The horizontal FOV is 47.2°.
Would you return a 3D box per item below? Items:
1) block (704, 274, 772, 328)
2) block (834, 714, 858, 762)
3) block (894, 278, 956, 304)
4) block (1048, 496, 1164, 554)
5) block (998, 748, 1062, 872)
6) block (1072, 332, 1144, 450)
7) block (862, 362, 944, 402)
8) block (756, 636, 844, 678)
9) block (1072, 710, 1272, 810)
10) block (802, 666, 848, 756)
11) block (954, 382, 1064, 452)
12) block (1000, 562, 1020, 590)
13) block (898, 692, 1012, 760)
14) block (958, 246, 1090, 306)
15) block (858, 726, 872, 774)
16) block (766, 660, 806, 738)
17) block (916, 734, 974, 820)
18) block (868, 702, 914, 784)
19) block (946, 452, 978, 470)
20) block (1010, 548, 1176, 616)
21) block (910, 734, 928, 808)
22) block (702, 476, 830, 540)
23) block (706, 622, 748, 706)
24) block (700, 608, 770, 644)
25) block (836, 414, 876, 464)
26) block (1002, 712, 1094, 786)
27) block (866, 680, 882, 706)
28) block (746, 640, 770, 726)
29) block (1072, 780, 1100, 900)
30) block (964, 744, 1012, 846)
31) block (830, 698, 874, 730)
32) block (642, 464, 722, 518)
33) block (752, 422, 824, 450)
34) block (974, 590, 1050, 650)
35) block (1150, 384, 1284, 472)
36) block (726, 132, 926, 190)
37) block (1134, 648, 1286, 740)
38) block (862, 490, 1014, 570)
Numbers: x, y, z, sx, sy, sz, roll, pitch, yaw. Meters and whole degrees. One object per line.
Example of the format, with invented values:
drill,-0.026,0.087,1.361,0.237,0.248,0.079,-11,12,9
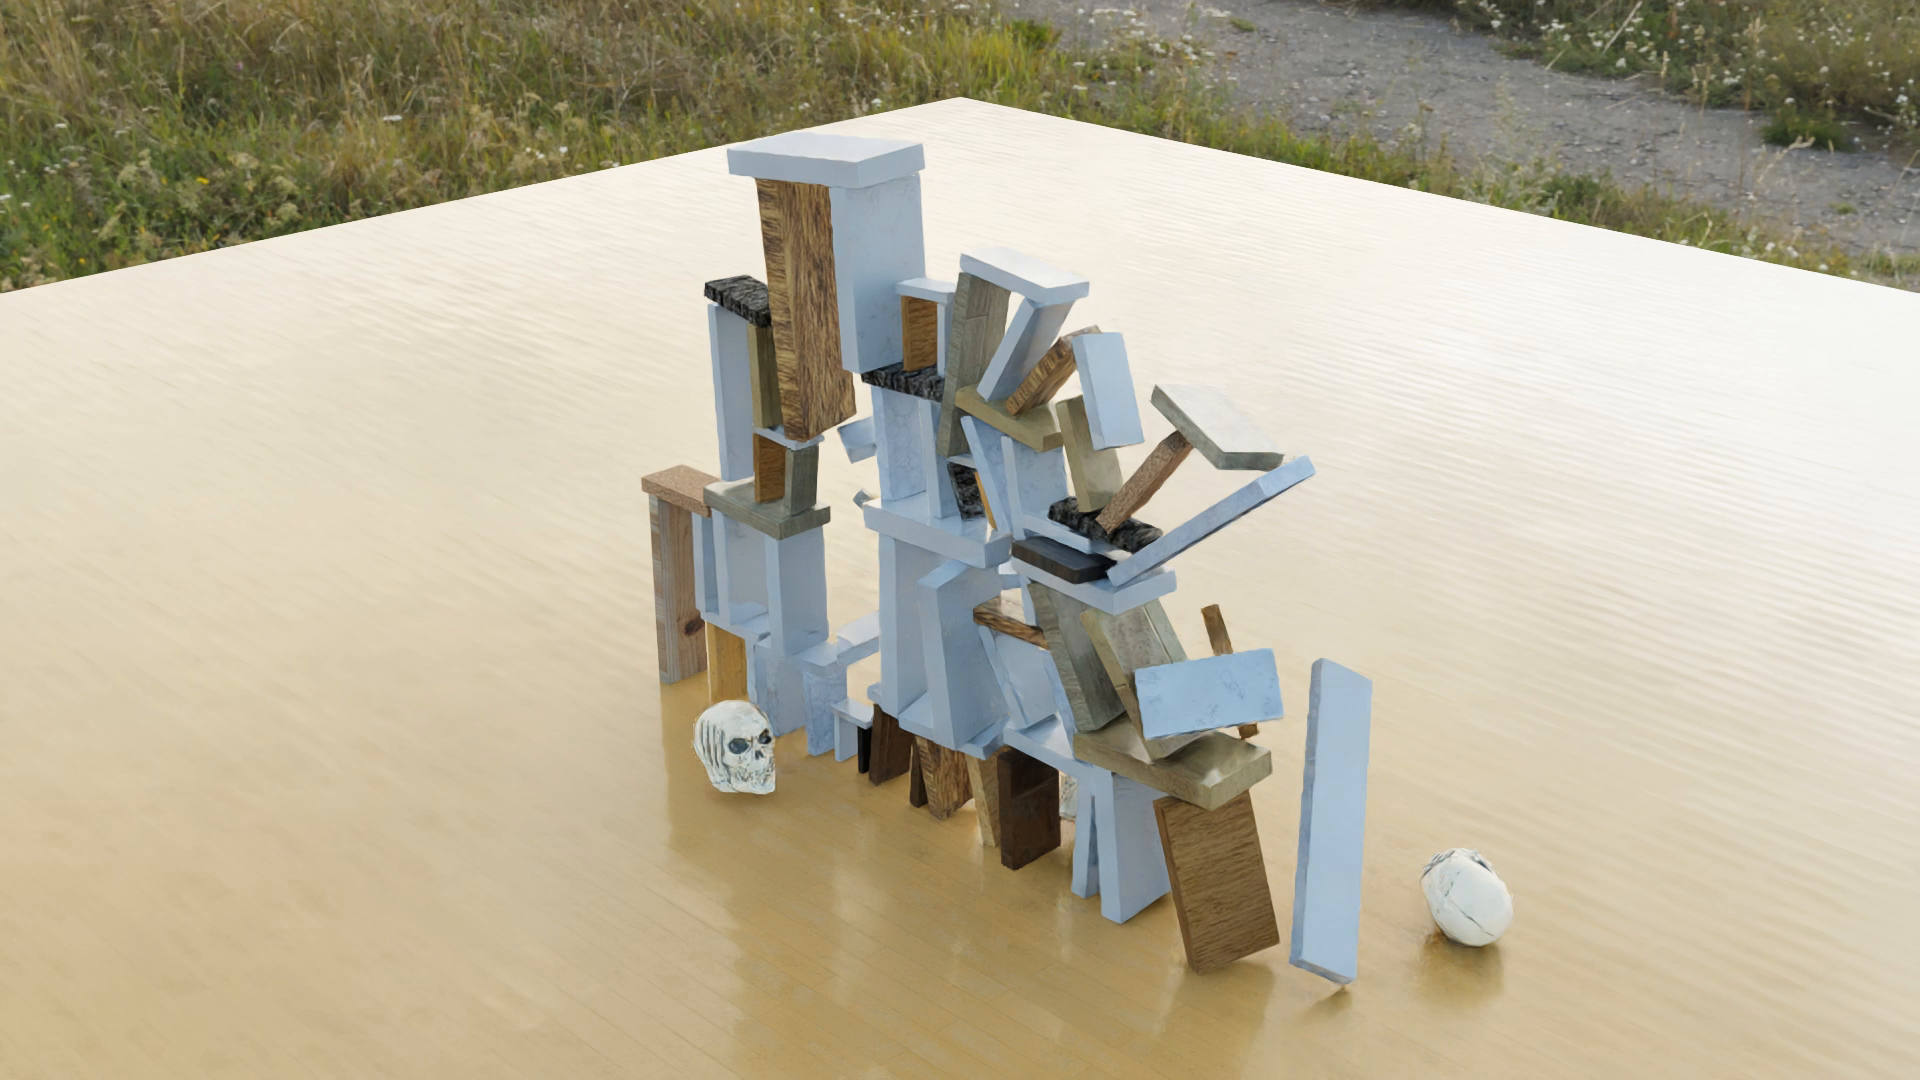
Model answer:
block,-0.419,-0.489,4.491,0.107,0.030,0.214,-16,32,-35
block,-0.240,0.410,4.655,0.015,0.109,0.054,21,31,41
block,-0.047,-0.465,4.094,0.072,0.020,0.143,-17,24,-40
block,0.257,-0.028,3.878,0.184,0.026,0.092,24,24,28
block,0.134,0.504,4.240,0.125,0.249,0.035,-24,34,-34
block,0.258,-0.260,3.827,0.099,0.199,0.028,-9,-4,-41
block,-0.070,-0.309,4.174,0.115,0.033,0.230,-21,26,-39
block,-0.331,0.239,4.671,0.191,0.027,0.095,16,29,33
block,0.377,0.382,3.930,0.164,0.046,0.328,-24,29,-37
block,-0.284,0.355,4.677,0.095,0.191,0.027,-20,29,-37
block,0.111,-0.230,4.000,0.114,0.032,0.228,-20,38,-39
block,0.063,0.076,4.612,0.235,0.033,0.117,-6,15,-21
block,-0.004,0.359,4.305,0.217,0.031,0.108,17,40,37
block,0.114,-0.473,3.922,0.110,0.031,0.220,-15,33,-42
block,-0.189,0.430,4.607,0.015,0.109,0.054,21,31,41
block,-0.370,0.322,4.757,0.027,0.191,0.095,20,31,41
block,-0.026,0.445,4.410,0.031,0.217,0.108,21,43,40
block,-0.140,0.408,4.555,0.093,0.186,0.026,-18,34,-40
block,0.029,-0.152,4.108,0.054,0.015,0.109,-17,24,-38
block,0.234,0.052,3.902,0.144,0.041,0.287,-20,27,-32
block,-0.055,0.445,4.471,0.093,0.186,0.026,-20,35,-38
block,-0.407,-0.075,4.618,0.134,0.038,0.267,-21,31,-37
block,-0.511,0.260,4.891,0.028,0.199,0.099,20,30,41
block,-0.466,0.173,4.805,0.099,0.028,0.199,-21,31,-41
block,-0.139,-0.228,4.499,0.212,0.030,0.106,-20,34,-5
block,0.216,0.389,4.144,0.249,0.035,0.125,23,33,37
block,-0.094,0.328,4.468,0.093,0.026,0.186,-20,31,-38
block,-0.417,0.297,4.805,0.099,0.199,0.028,-21,30,-41
block,0.272,0.544,4.158,0.035,0.249,0.125,24,33,39
block,0.073,0.482,4.323,0.031,0.217,0.108,14,38,38
block,-0.215,0.363,4.607,0.109,0.015,0.054,21,31,41
block,-0.579,-0.108,4.800,0.115,0.033,0.230,-21,30,-41
block,-0.353,-0.223,4.506,0.074,0.021,0.148,-21,31,-36
block,0.139,0.152,4.100,0.210,0.030,0.105,19,30,37
block,0.421,-0.186,3.620,0.119,0.034,0.238,0,31,-27
block,-0.257,-0.724,4.178,0.355,0.050,0.178,14,28,41
block,0.430,0.266,3.793,0.242,0.121,0.034,-10,-13,7
block,-0.004,-0.032,4.198,0.177,0.050,0.354,-19,26,-37
